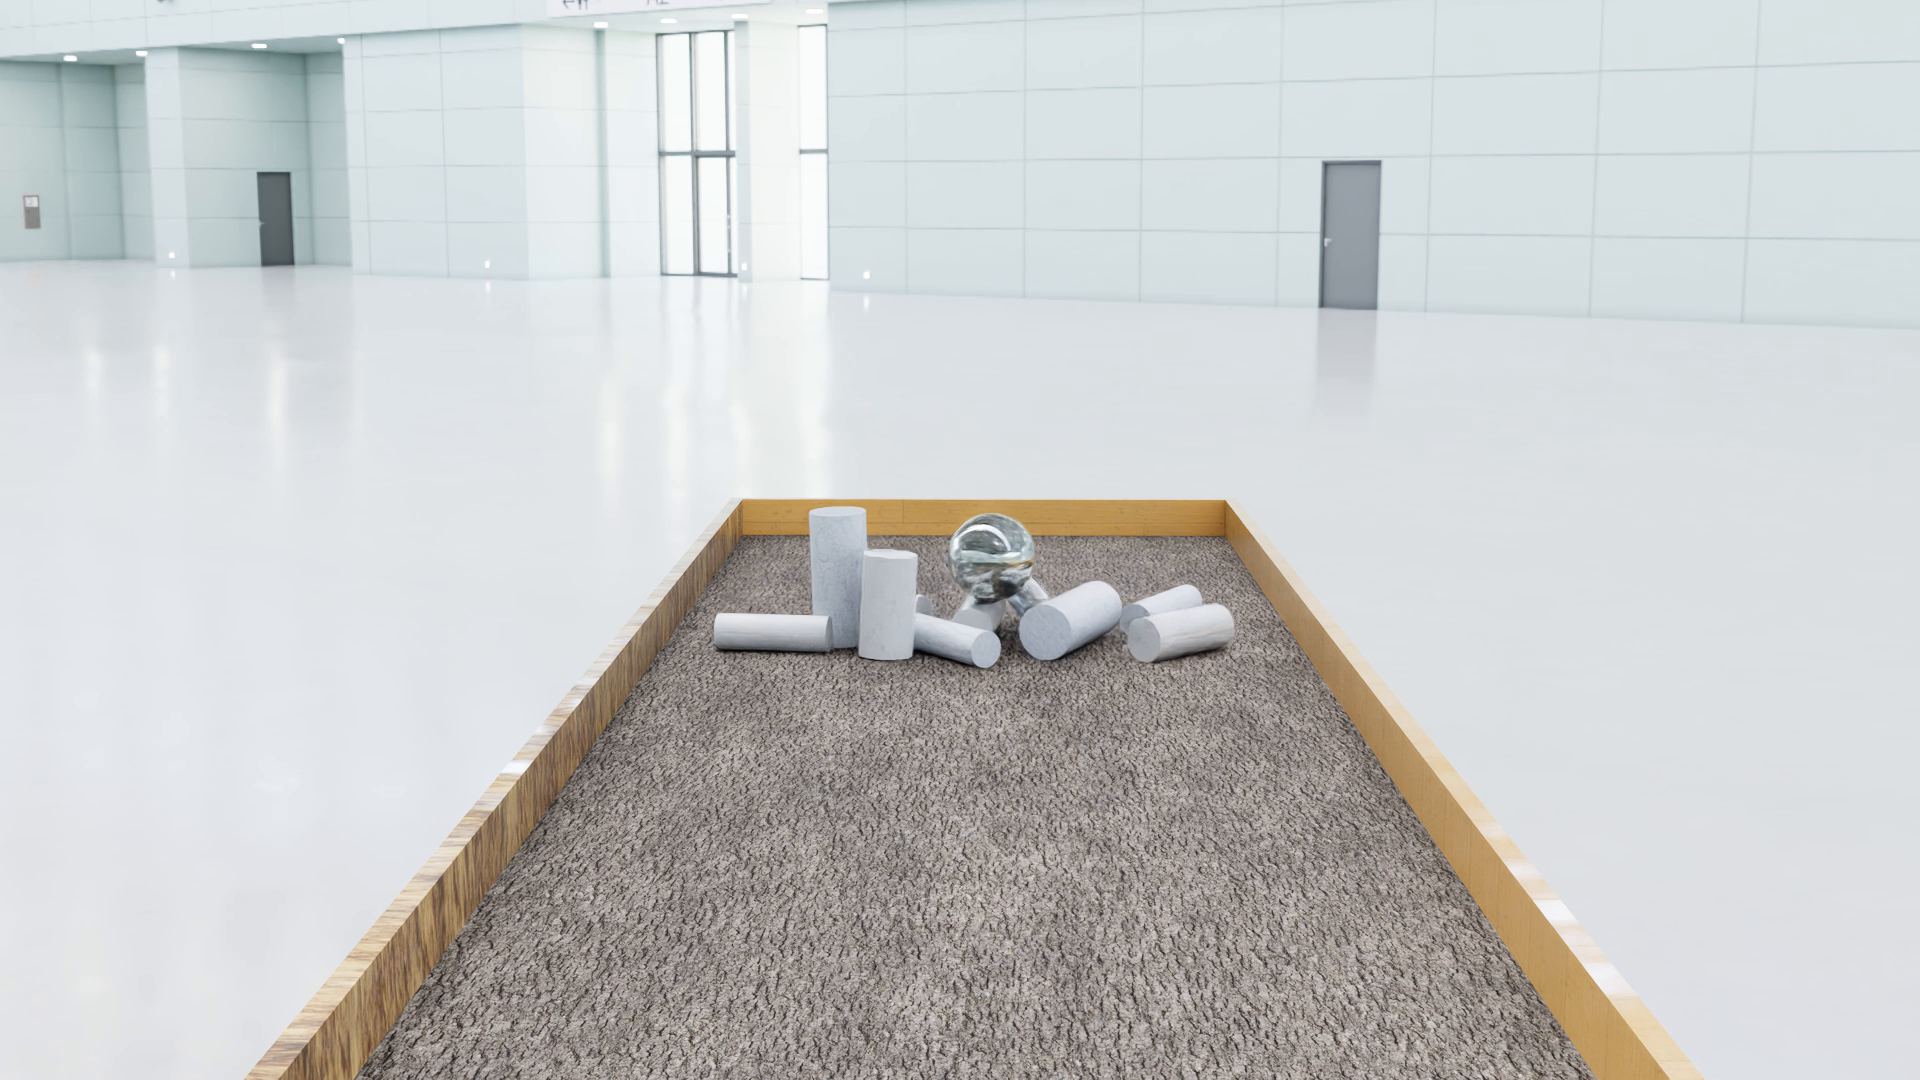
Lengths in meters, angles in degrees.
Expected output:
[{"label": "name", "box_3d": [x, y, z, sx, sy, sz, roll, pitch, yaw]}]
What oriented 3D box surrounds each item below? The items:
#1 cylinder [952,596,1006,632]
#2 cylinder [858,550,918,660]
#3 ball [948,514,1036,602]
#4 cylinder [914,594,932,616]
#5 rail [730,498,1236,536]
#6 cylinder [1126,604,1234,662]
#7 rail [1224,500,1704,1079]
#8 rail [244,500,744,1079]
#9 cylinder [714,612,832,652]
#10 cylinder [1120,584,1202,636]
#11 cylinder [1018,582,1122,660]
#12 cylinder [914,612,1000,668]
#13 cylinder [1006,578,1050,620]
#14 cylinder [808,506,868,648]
[{"label": "cylinder", "box_3d": [0.060, 0.246, 7.025, 0.136, 0.136, 0.435, 1, 9, 7]}, {"label": "cylinder", "box_3d": [-0.220, 0.197, 6.733, 0.167, 0.315, 0.167, 3, 9, 0]}, {"label": "ball", "box_3d": [0.099, 0.056, 6.936, 0.278, 0.278, 0.278, 0, 9, 0]}, {"label": "cylinder", "box_3d": [-0.281, 0.232, 7.108, 0.362, 0.137, 0.137, 5, 10, 29]}, {"label": "rail", "box_3d": [0.099, -0.098, 9.147, 2.100, 0.150, 0.050, 0, 9, 1]}, {"label": "cylinder", "box_3d": [0.681, 0.285, 6.773, 0.342, 0.138, 0.138, -8, 12, -43]}, {"label": "rail", "box_3d": [1.046, 0.843, 3.208, 0.050, 0.150, 12.000, 0, 9, 1]}, {"label": "rail", "box_3d": [-1.004, 0.839, 3.234, 0.050, 0.150, 12.000, 0, 9, 1]}, {"label": "cylinder", "box_3d": [-0.579, 0.288, 6.830, 0.351, 0.114, 0.114, 1, 9, 8]}, {"label": "cylinder", "box_3d": [0.659, 0.232, 7.182, 0.114, 0.114, 0.400, 5, 10, 30]}, {"label": "cylinder", "box_3d": [0.350, 0.249, 6.884, 0.174, 0.174, 0.446, 4, 10, 24]}, {"label": "cylinder", "box_3d": [-0.034, 0.305, 6.729, 0.112, 0.112, 0.375, -7, 11, -36]}, {"label": "cylinder", "box_3d": [0.178, 0.142, 7.152, 0.113, 0.113, 0.429, -3, 27, -20]}, {"label": "cylinder", "box_3d": [-0.378, 0.115, 6.923, 0.180, 0.418, 0.180, -1, 11, 0]}]
